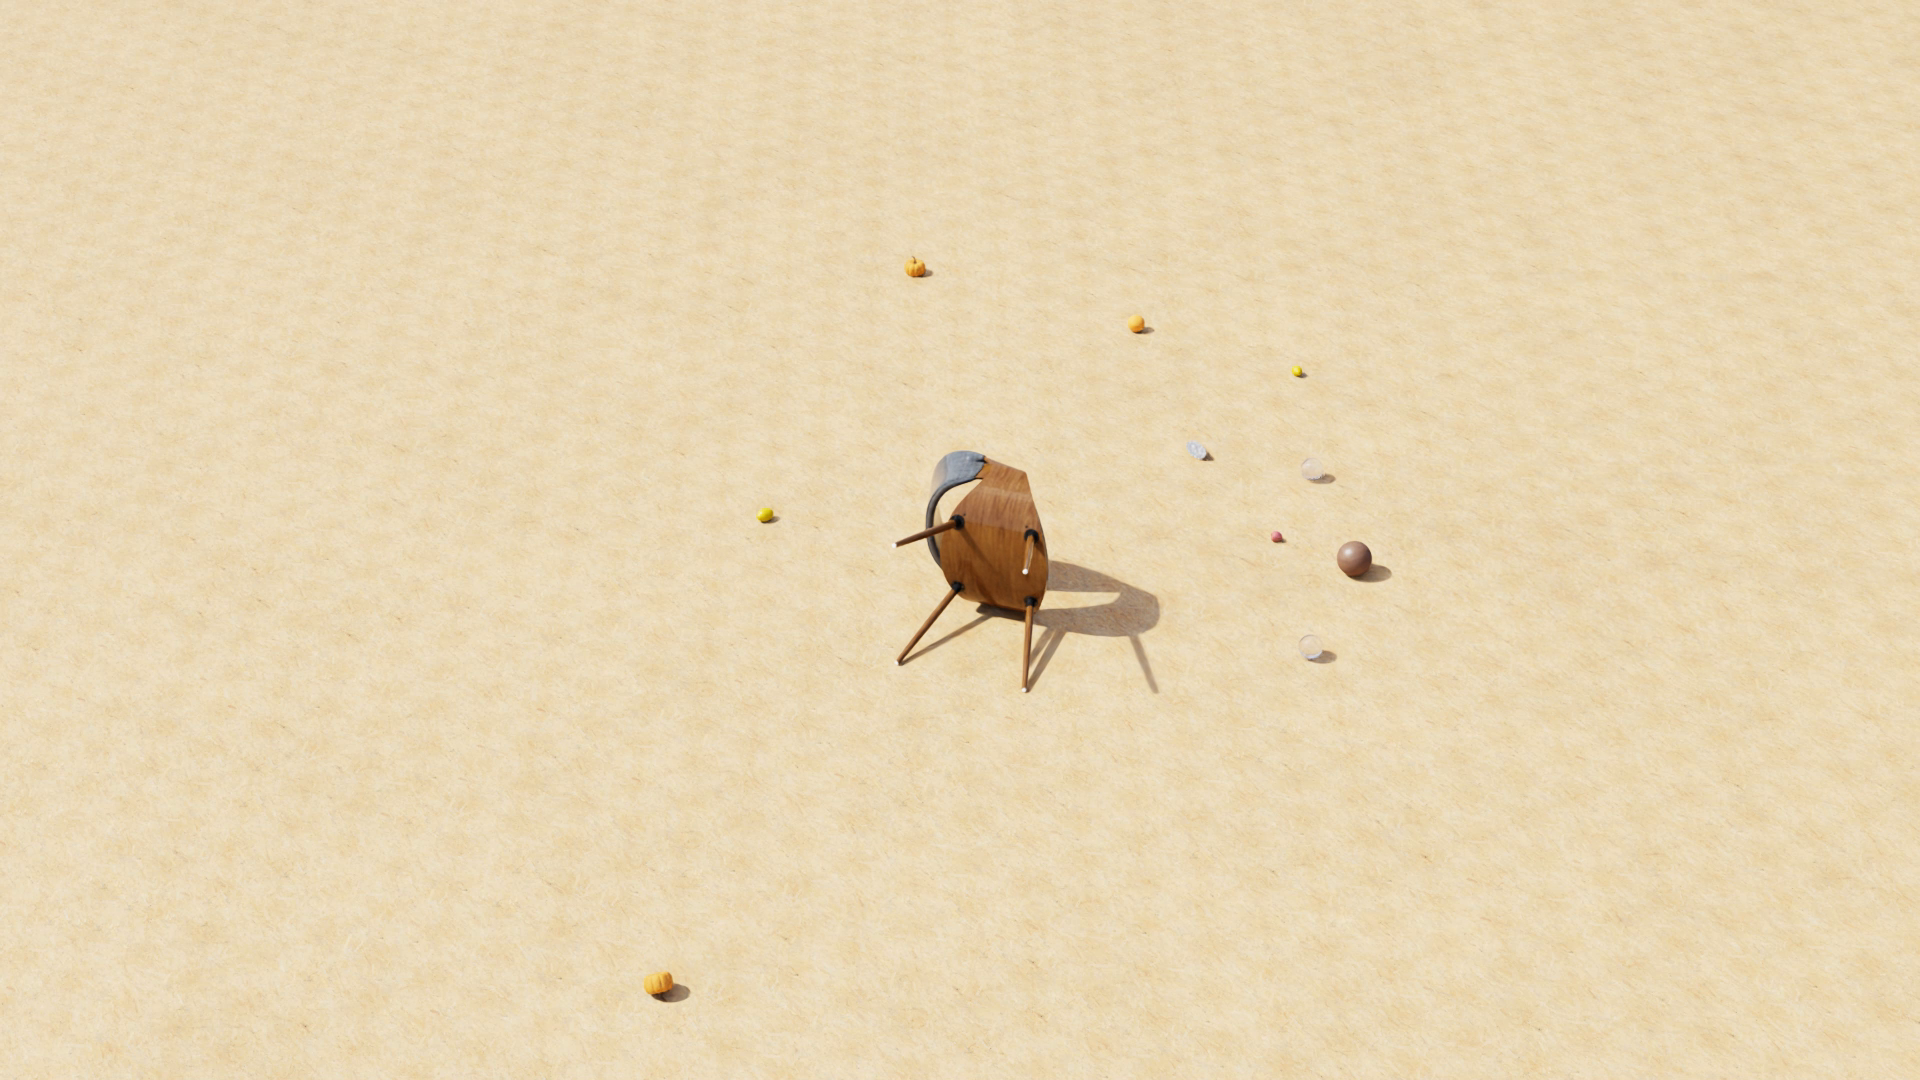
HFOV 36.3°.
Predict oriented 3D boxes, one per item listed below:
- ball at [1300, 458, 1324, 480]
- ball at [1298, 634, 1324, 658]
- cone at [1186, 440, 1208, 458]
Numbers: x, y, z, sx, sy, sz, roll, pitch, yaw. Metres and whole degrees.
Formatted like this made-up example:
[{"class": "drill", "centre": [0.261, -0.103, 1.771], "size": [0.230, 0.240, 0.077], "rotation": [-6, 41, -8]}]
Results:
[{"class": "ball", "centre": [1.355, -0.273, 11.282], "size": [0.085, 0.085, 0.085], "rotation": [0, 33, 0]}, {"class": "ball", "centre": [1.232, 0.374, 10.297], "size": [0.087, 0.087, 0.087], "rotation": [0, 33, 0]}, {"class": "cone", "centre": [0.944, -0.351, 11.453], "size": [0.069, 0.059, 0.108], "rotation": [2, 21, -47]}]
